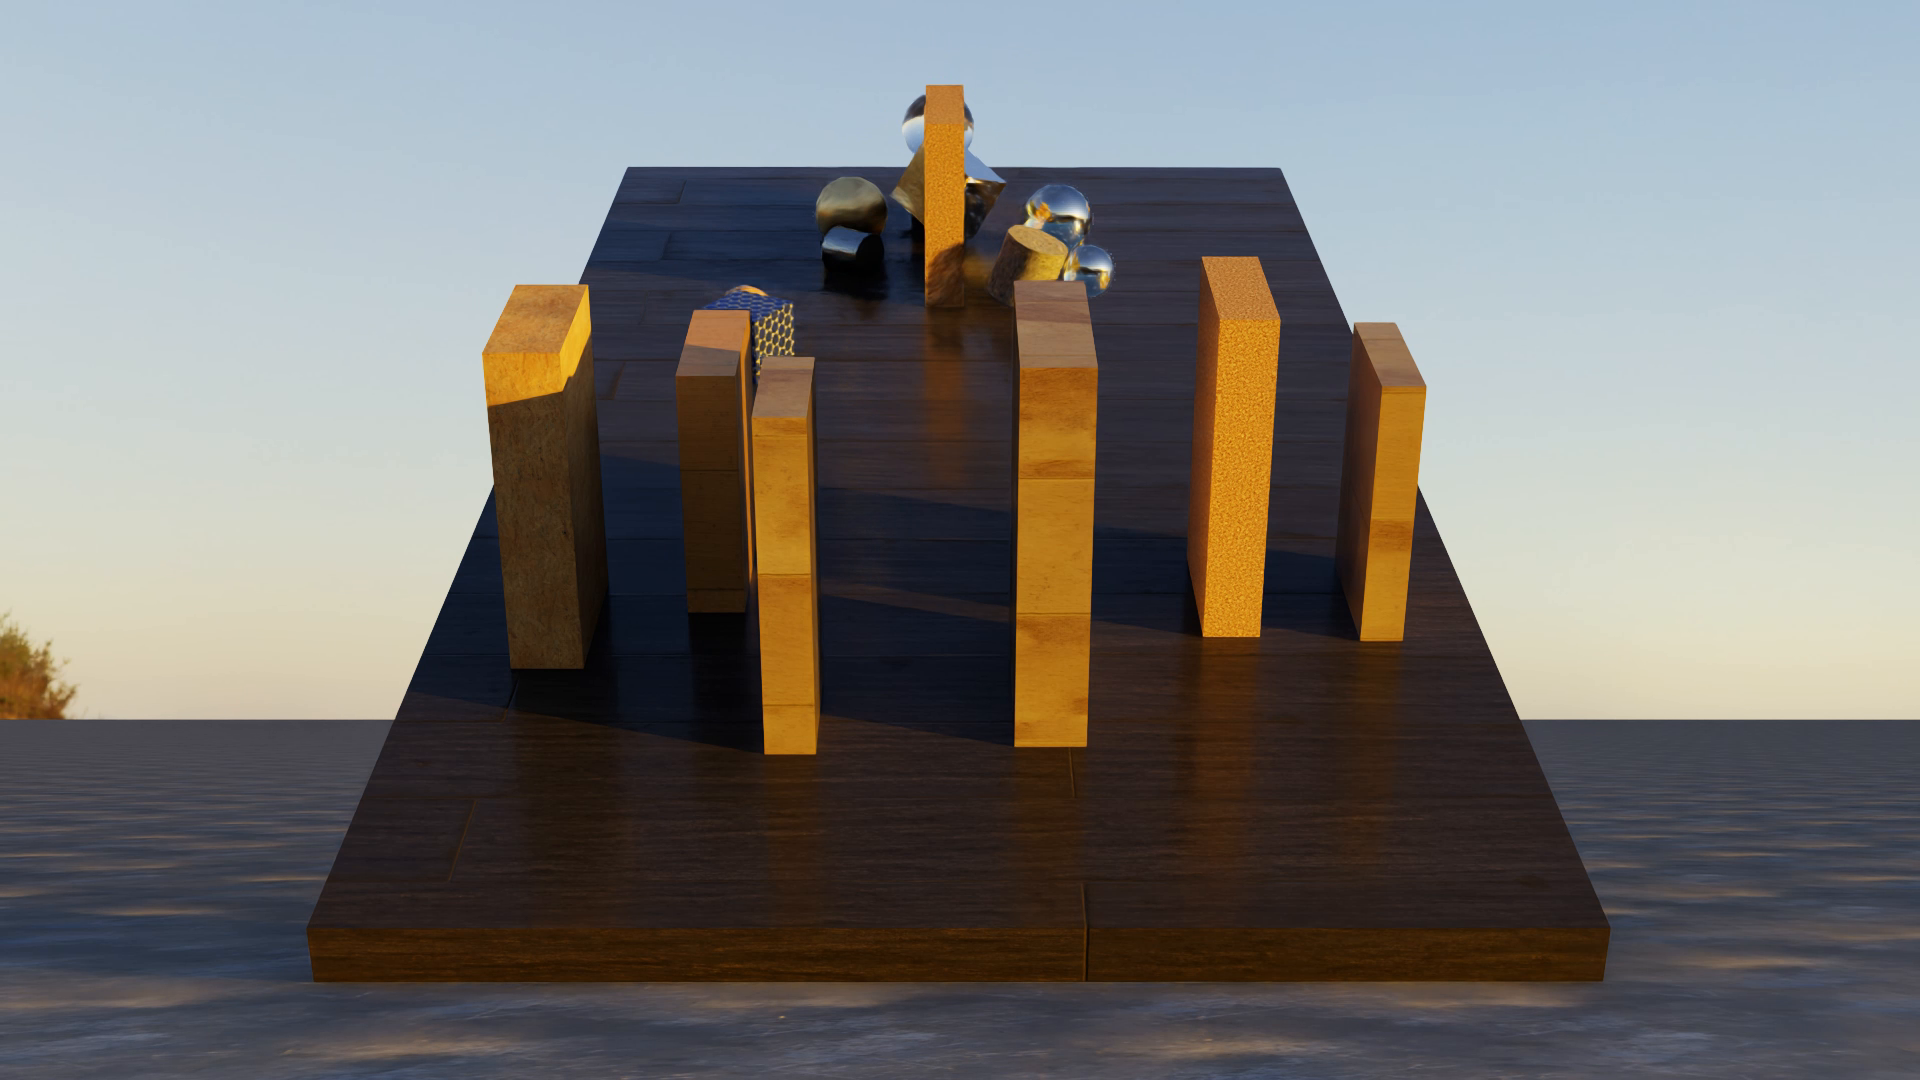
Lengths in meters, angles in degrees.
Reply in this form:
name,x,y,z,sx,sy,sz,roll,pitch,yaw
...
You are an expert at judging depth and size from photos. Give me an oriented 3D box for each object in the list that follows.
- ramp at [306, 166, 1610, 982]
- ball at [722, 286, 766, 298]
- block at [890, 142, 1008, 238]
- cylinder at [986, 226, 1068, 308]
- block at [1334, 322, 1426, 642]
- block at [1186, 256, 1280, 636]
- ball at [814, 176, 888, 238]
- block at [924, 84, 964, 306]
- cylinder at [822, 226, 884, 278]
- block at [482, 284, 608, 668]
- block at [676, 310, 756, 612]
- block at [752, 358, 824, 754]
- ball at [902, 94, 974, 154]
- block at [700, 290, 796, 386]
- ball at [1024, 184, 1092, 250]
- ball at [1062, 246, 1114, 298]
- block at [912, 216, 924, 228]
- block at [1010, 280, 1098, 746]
name,x,y,z,sx,sy,sz,roll,pitch,yaw
ramp,-0.010,-0.229,5.430,2.000,0.100,4.000,0,26,0
ball,-0.532,-0.559,5.831,0.143,0.143,0.143,0,-4,0
block,-0.031,-0.966,6.484,0.187,0.187,0.187,43,24,23
cylinder,0.173,-0.697,6.047,0.163,0.163,0.163,17,27,-9
block,0.797,-0.114,4.484,0.080,0.518,0.329,0,26,0
block,0.515,-0.179,4.478,0.107,0.639,0.342,0,26,0
ball,-0.299,-0.900,6.473,0.200,0.200,0.200,0,-4,0
block,-0.040,-0.904,6.158,0.100,0.483,0.377,0,26,0
cylinder,-0.287,-0.772,6.302,0.118,0.118,0.118,19,7,34
block,-0.762,-0.120,4.368,0.134,0.623,0.353,0,26,0
block,-0.471,-0.157,4.599,0.110,0.491,0.351,0,26,0
block,-0.293,0.029,4.053,0.089,0.631,0.266,0,26,0
ball,-0.061,-1.166,6.655,0.205,0.205,0.205,0,-4,0
block,-0.512,-0.488,5.663,0.162,0.162,0.162,15,29,27
ball,0.267,-0.883,6.456,0.187,0.187,0.187,0,-4,0
ball,0.332,-0.696,6.093,0.135,0.135,0.135,0,-4,0
block,-0.055,-0.990,6.706,0.158,0.158,0.158,1,25,2
block,0.158,-0.050,4.130,0.125,0.708,0.418,0,26,0
